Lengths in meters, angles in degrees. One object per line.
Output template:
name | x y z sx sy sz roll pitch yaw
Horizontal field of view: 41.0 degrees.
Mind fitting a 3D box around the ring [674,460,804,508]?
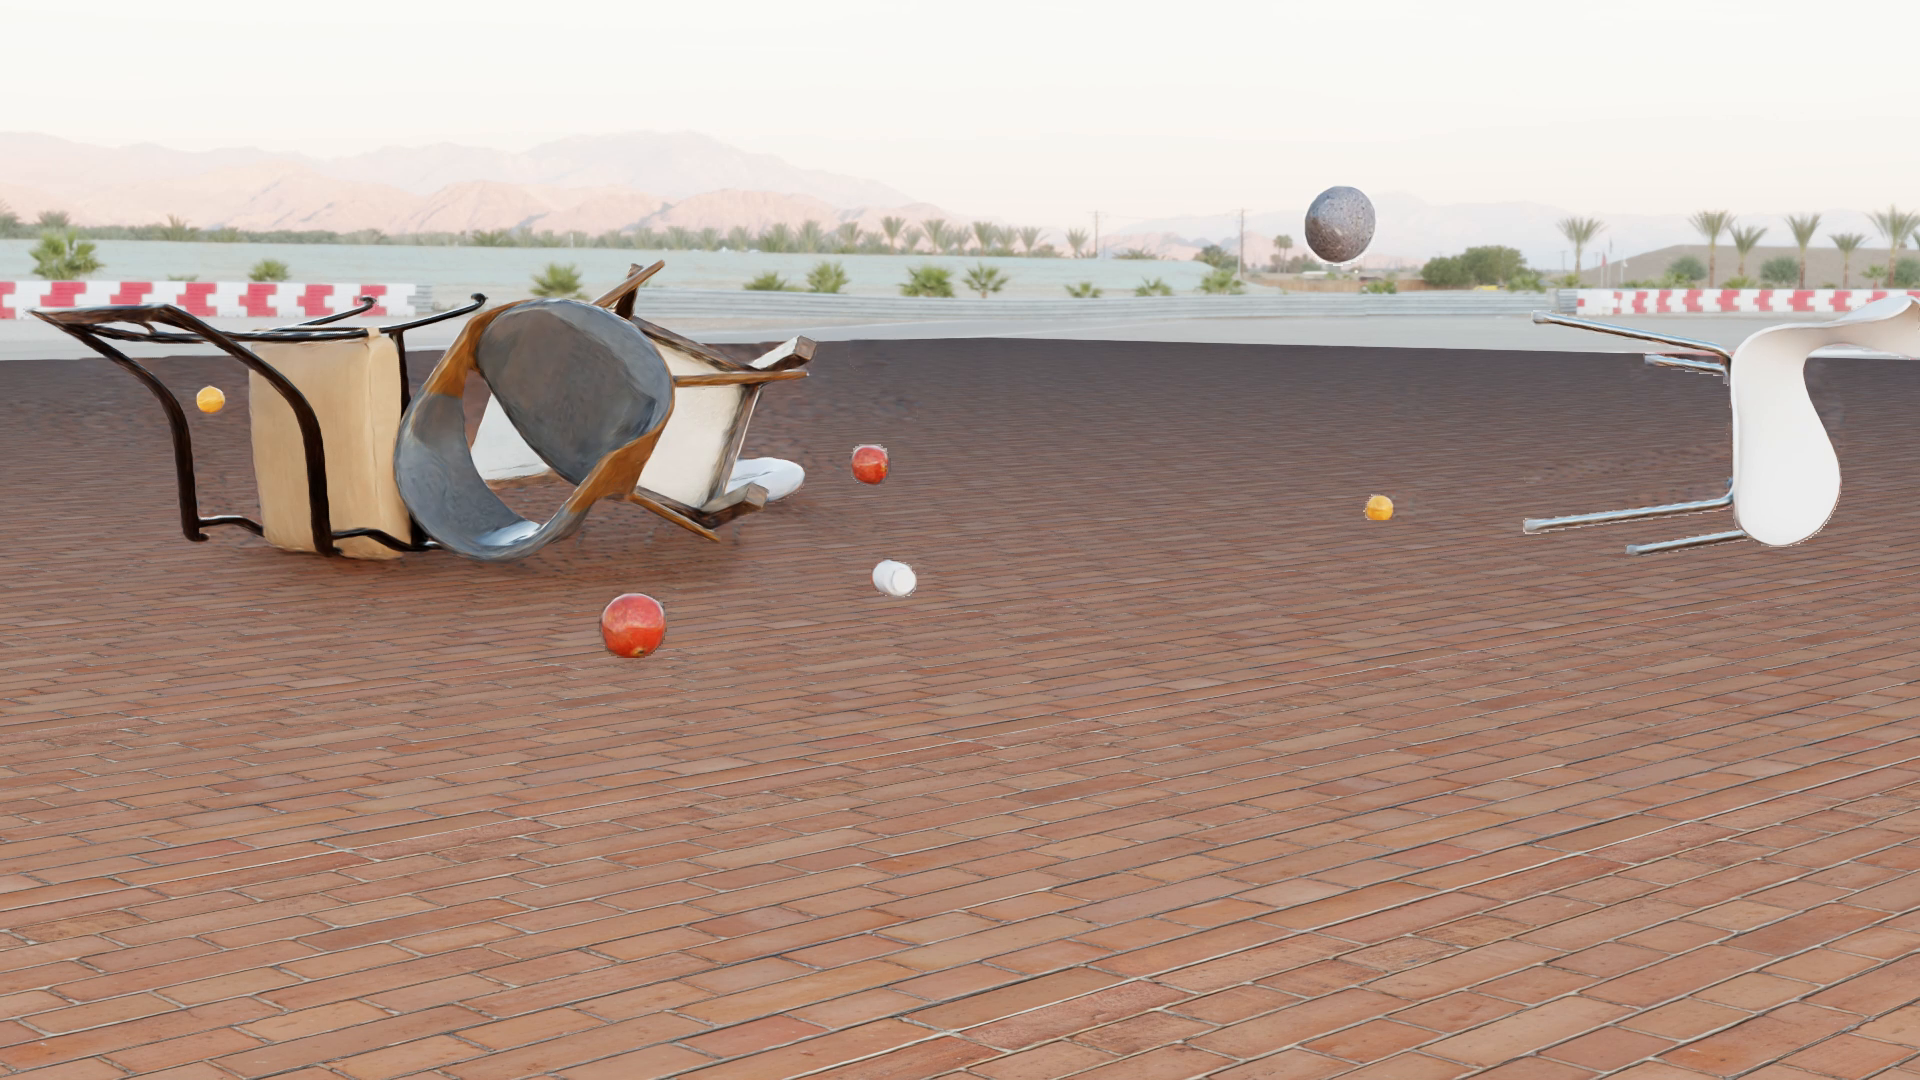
ring | -0.635 -0.163 7.385 0.354 0.075 0.411 5 18 35

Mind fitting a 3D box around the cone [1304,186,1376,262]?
cone | 0.965 -0.841 6.752 0.207 0.205 0.166 -9 -5 32

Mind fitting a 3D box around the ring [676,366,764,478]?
ring | -0.762 -0.366 8.150 0.129 0.433 0.402 31 -34 -4
